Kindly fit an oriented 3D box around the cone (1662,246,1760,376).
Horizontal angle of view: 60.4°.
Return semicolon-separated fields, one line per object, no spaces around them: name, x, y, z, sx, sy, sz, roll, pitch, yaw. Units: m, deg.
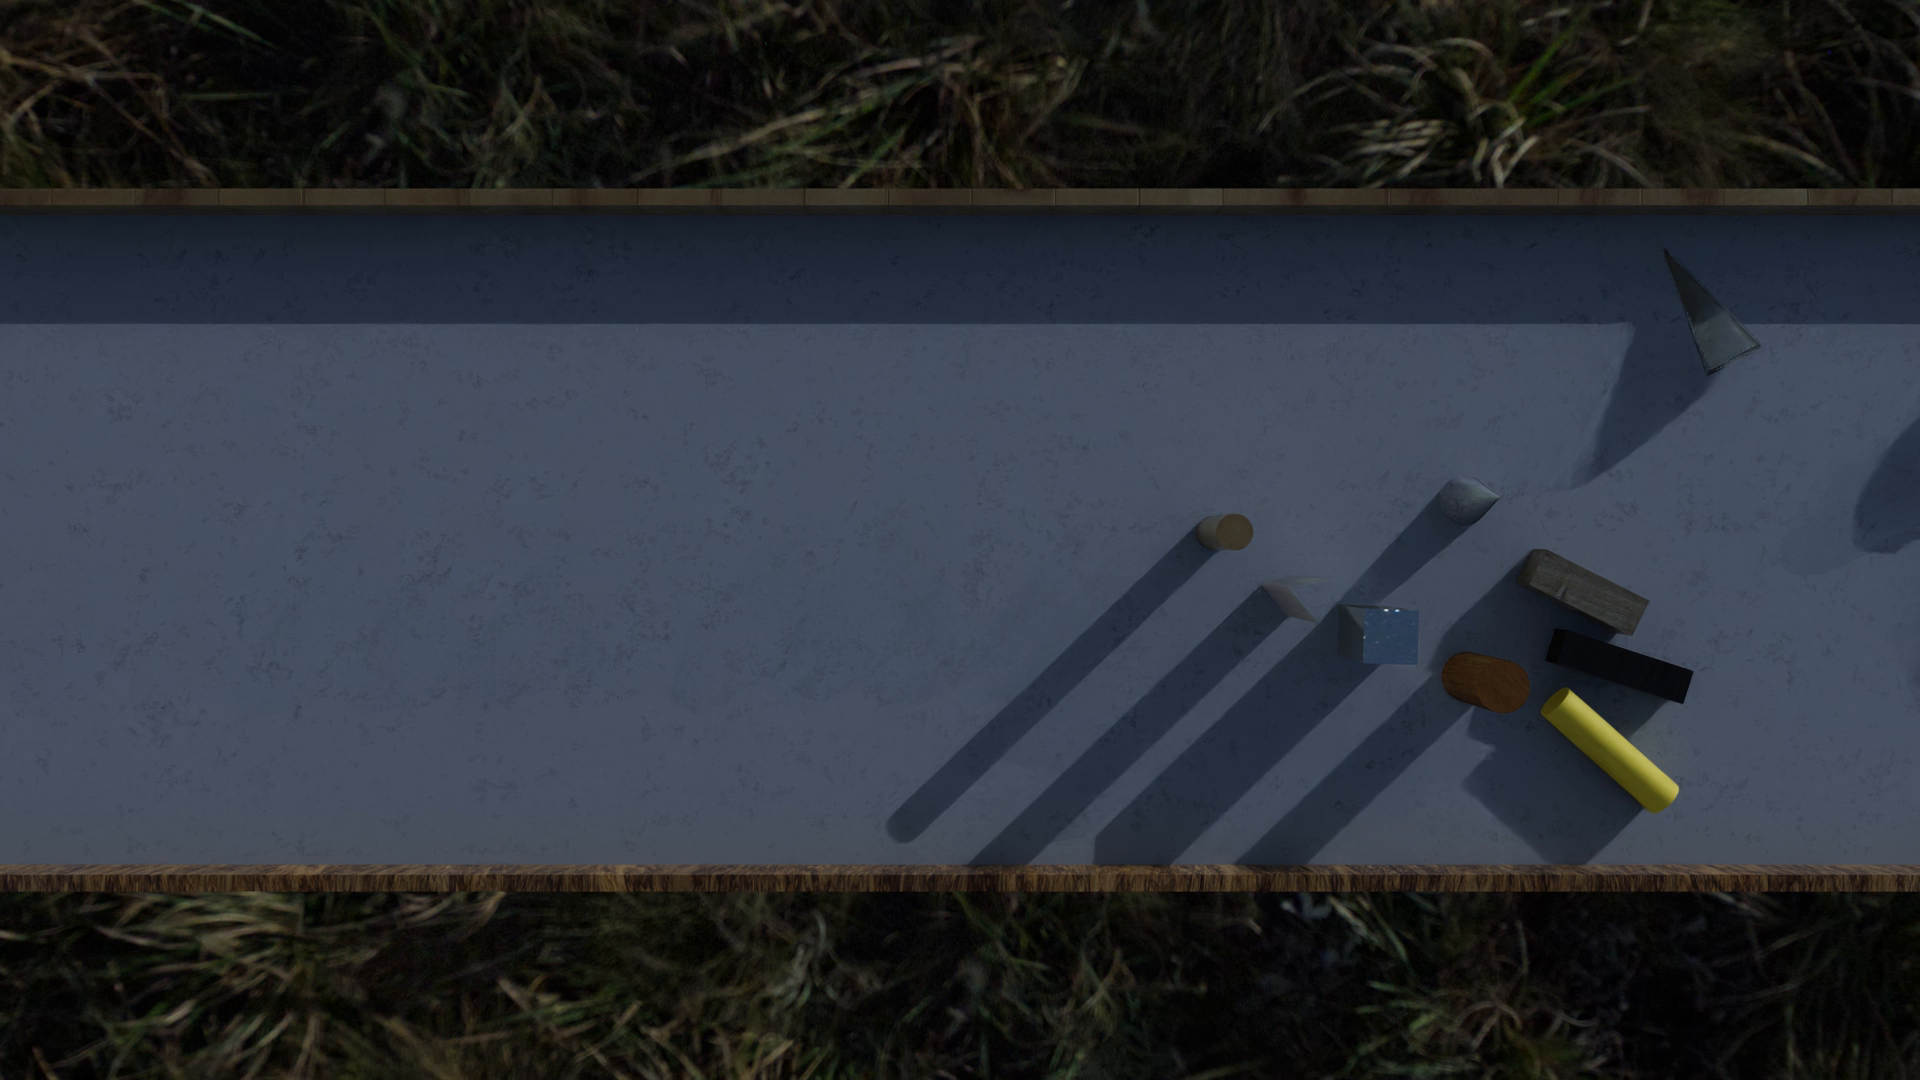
cone;2.251;-0.725;5.034;0.171;0.171;0.416;-26;78;0

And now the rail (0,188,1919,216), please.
rail;-2.247;-1.025;5.002;12.000;0.150;0.050;0;90;0

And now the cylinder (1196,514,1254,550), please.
cylinder;0.779;-0.022;4.875;0.104;0.403;0.104;0;90;0

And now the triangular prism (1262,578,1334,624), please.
triangular prism;1.012;0.150;4.858;0.110;0.437;0.127;-40;90;0

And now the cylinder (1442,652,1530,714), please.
cylinder;1.560;0.421;4.906;0.154;0.342;0.154;0;90;0

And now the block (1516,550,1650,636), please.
block;1.892;0.158;5.017;0.347;0.118;0.118;26;90;0

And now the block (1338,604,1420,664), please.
block;1.243;0.279;4.917;0.158;0.319;0.158;2;90;0

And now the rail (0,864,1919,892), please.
rail;-2.247;1.025;5.001;12.000;0.150;0.050;0;90;0

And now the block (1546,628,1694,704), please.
block;2.006;0.383;5.024;0.399;0.105;0.105;18;90;0

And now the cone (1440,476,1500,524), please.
cone;1.553;-0.122;4.908;0.152;0.337;0.152;0;90;0

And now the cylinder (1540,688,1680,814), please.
cylinder;1.977;0.639;5.019;0.445;0.114;0.114;42;90;0
